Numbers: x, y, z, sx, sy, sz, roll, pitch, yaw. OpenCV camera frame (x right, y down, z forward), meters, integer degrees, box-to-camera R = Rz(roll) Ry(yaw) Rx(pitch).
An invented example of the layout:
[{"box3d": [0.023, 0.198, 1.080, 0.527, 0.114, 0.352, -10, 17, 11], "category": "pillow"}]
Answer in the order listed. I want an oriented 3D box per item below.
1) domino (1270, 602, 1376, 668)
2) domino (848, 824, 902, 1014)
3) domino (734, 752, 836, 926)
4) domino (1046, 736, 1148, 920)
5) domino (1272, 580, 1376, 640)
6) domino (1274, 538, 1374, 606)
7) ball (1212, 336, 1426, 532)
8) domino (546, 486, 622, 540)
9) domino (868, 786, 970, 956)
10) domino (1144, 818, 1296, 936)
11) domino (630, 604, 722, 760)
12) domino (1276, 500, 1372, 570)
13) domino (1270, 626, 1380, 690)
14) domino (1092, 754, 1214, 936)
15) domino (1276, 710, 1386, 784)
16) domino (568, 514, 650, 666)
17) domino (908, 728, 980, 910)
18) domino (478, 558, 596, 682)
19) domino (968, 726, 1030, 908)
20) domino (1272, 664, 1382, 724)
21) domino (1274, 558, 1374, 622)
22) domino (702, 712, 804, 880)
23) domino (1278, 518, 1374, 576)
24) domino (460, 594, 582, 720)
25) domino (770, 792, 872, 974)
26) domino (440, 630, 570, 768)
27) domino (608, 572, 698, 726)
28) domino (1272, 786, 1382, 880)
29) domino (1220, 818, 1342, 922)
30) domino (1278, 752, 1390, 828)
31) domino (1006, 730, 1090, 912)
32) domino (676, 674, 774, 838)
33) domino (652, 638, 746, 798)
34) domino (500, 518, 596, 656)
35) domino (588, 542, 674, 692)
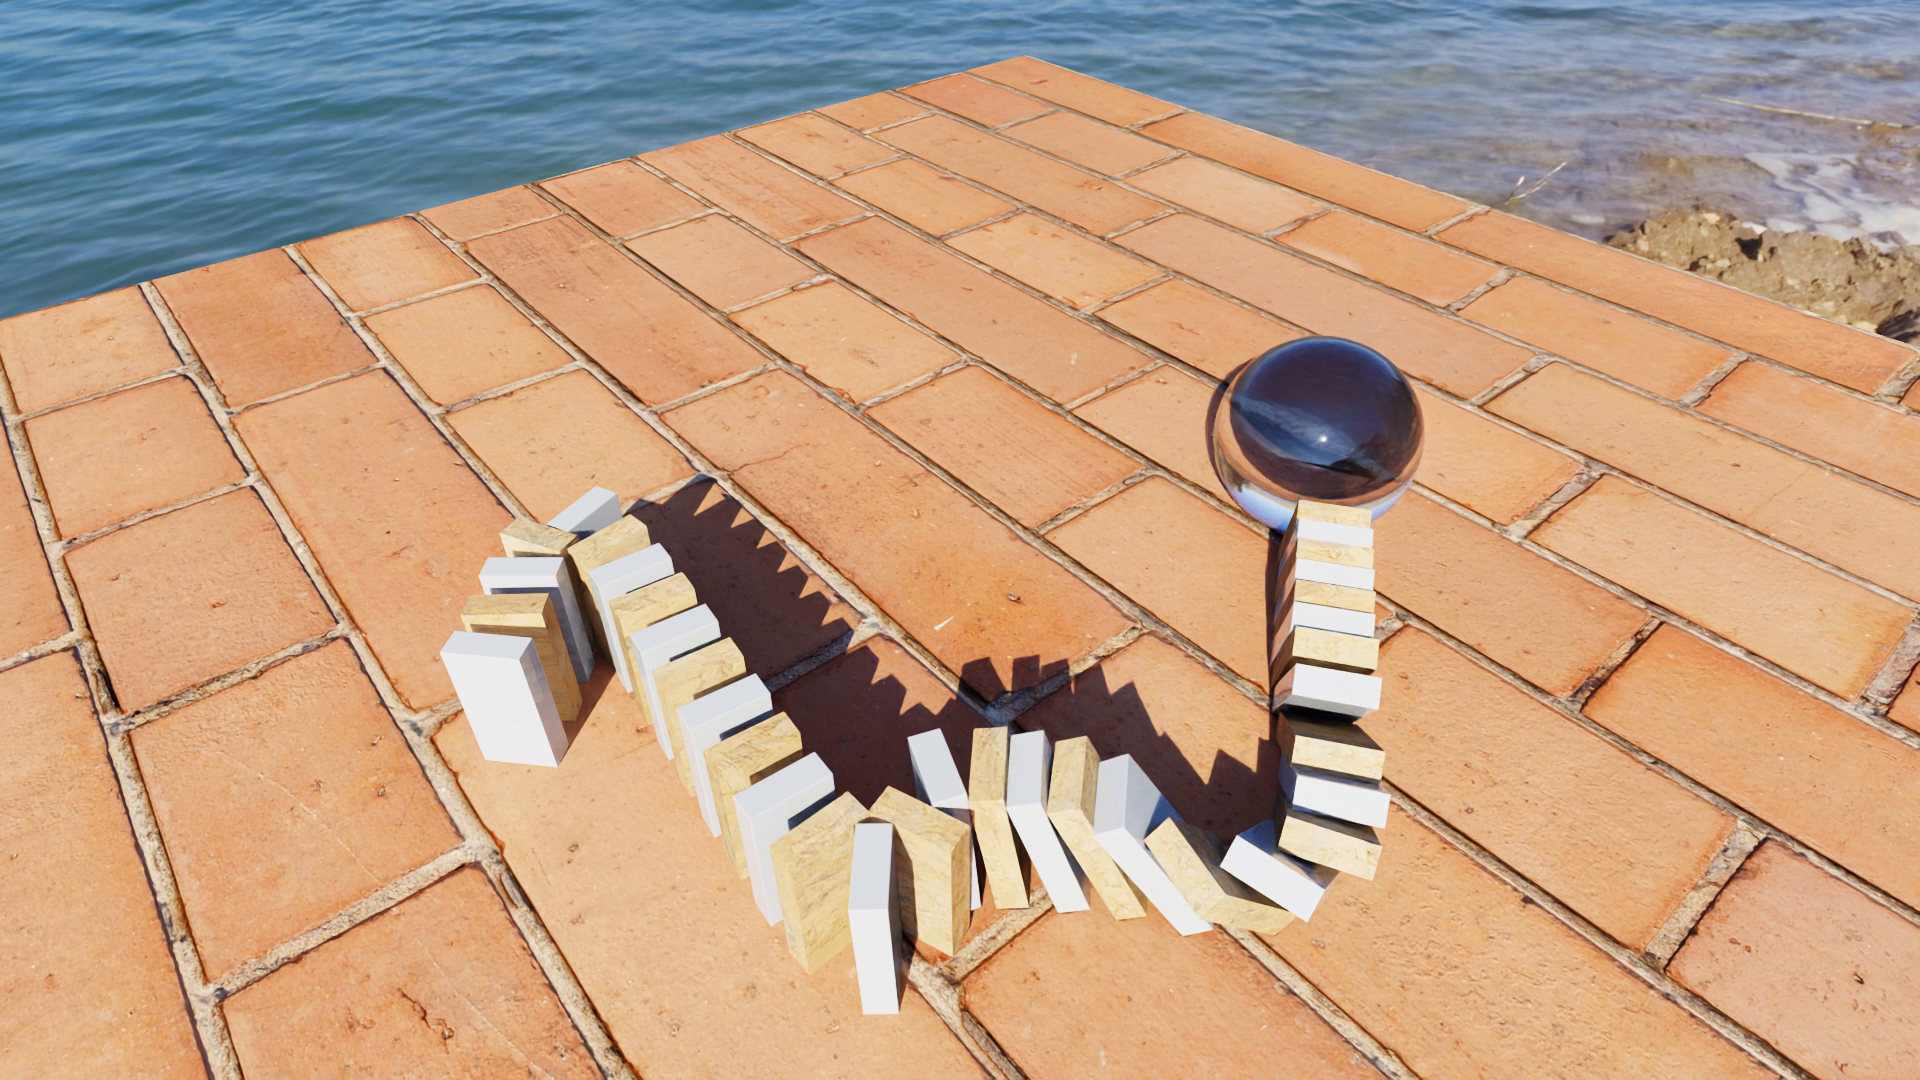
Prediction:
[{"box3d": [0.121, 0.035, 0.371, 0.025, 0.050, 0.009, 9, 72, 11], "category": "domino"}, {"box3d": [-0.022, 0.100, 0.289, 0.009, 0.050, 0.025, -1, 39, 1], "category": "domino"}, {"box3d": [-0.047, 0.084, 0.308, 0.025, 0.050, 0.010, -25, 46, -27], "category": "domino"}, {"box3d": [0.040, 0.082, 0.312, 0.010, 0.050, 0.025, -16, 34, 23], "category": "domino"}, {"box3d": [0.124, 0.028, 0.379, 0.025, 0.050, 0.009, 9, 71, 11], "category": "domino"}, {"box3d": [0.130, 0.014, 0.396, 0.025, 0.050, 0.009, 9, 71, 10], "category": "domino"}, {"box3d": [0.142, -0.041, 0.438, 0.080, 0.080, 0.080, 0, 39, 0], "category": "ball"}, {"box3d": [-0.133, 0.008, 0.402, 0.009, 0.050, 0.025, 19, 43, 21], "category": "domino"}, {"box3d": [-0.011, 0.091, 0.300, 0.025, 0.050, 0.009, 21, 44, 23], "category": "domino"}, {"box3d": [0.073, 0.093, 0.302, 0.009, 0.050, 0.025, -47, 48, 12], "category": "domino"}, {"box3d": [-0.088, 0.046, 0.355, 0.025, 0.050, 0.009, -23, 45, -26], "category": "domino"}, {"box3d": [0.136, 0.000, 0.413, 0.025, 0.050, 0.010, 9, 71, 11], "category": "domino"}, {"box3d": [0.119, 0.042, 0.363, 0.025, 0.050, 0.009, 9, 72, 11], "category": "domino"}, {"box3d": [0.055, 0.086, 0.309, 0.009, 0.050, 0.025, -24, 30, 28], "category": "domino"}, {"box3d": [0.114, 0.064, 0.343, 0.025, 0.010, 0.050, 9, 1, 11], "category": "domino"}, {"box3d": [-0.120, 0.018, 0.389, 0.010, 0.050, 0.025, 30, 48, 31], "category": "domino"}, {"box3d": [-0.004, 0.080, 0.312, 0.009, 0.050, 0.025, -14, 38, -11], "category": "domino"}, {"box3d": [-0.144, 0.028, 0.377, 0.025, 0.050, 0.010, 0, 39, 0], "category": "domino"}, {"box3d": [0.012, 0.080, 0.313, 0.010, 0.050, 0.025, -5, 39, 10], "category": "domino"}, {"box3d": [0.117, 0.050, 0.353, 0.025, 0.050, 0.009, 9, 76, 11], "category": "domino"}, {"box3d": [0.127, 0.021, 0.388, 0.025, 0.050, 0.009, 9, 71, 11], "category": "domino"}, {"box3d": [-0.058, 0.075, 0.320, 0.025, 0.050, 0.009, -24, 45, -26], "category": "domino"}, {"box3d": [0.133, 0.007, 0.404, 0.025, 0.050, 0.009, 9, 71, 11], "category": "domino"}, {"box3d": [-0.144, 0.040, 0.363, 0.025, 0.050, 0.010, -1, 39, -2], "category": "domino"}, {"box3d": [-0.036, 0.093, 0.297, 0.025, 0.050, 0.010, -30, 48, -31], "category": "domino"}, {"box3d": [-0.143, 0.051, 0.349, 0.025, 0.050, 0.010, 5, 40, 6], "category": "domino"}, {"box3d": [-0.098, 0.037, 0.367, 0.025, 0.050, 0.009, -23, 45, -26], "category": "domino"}, {"box3d": [0.105, 0.083, 0.317, 0.025, 0.010, 0.050, 15, 2, 15], "category": "domino"}, {"box3d": [0.091, 0.091, 0.307, 0.025, 0.009, 0.050, 29, 5, 26], "category": "domino"}, {"box3d": [0.111, 0.074, 0.330, 0.025, 0.009, 0.050, 10, 0, 12], "category": "domino"}, {"box3d": [0.026, 0.081, 0.313, 0.009, 0.050, 0.025, -12, 37, 16], "category": "domino"}, {"box3d": [-0.068, 0.066, 0.332, 0.025, 0.050, 0.009, -23, 45, -26], "category": "domino"}, {"box3d": [-0.078, 0.056, 0.343, 0.025, 0.050, 0.010, -23, 45, -25], "category": "domino"}, {"box3d": [-0.144, 0.017, 0.390, 0.025, 0.050, 0.009, 15, 42, 17], "category": "domino"}, {"box3d": [-0.109, 0.027, 0.378, 0.025, 0.050, 0.010, -24, 45, -27], "category": "domino"}]
